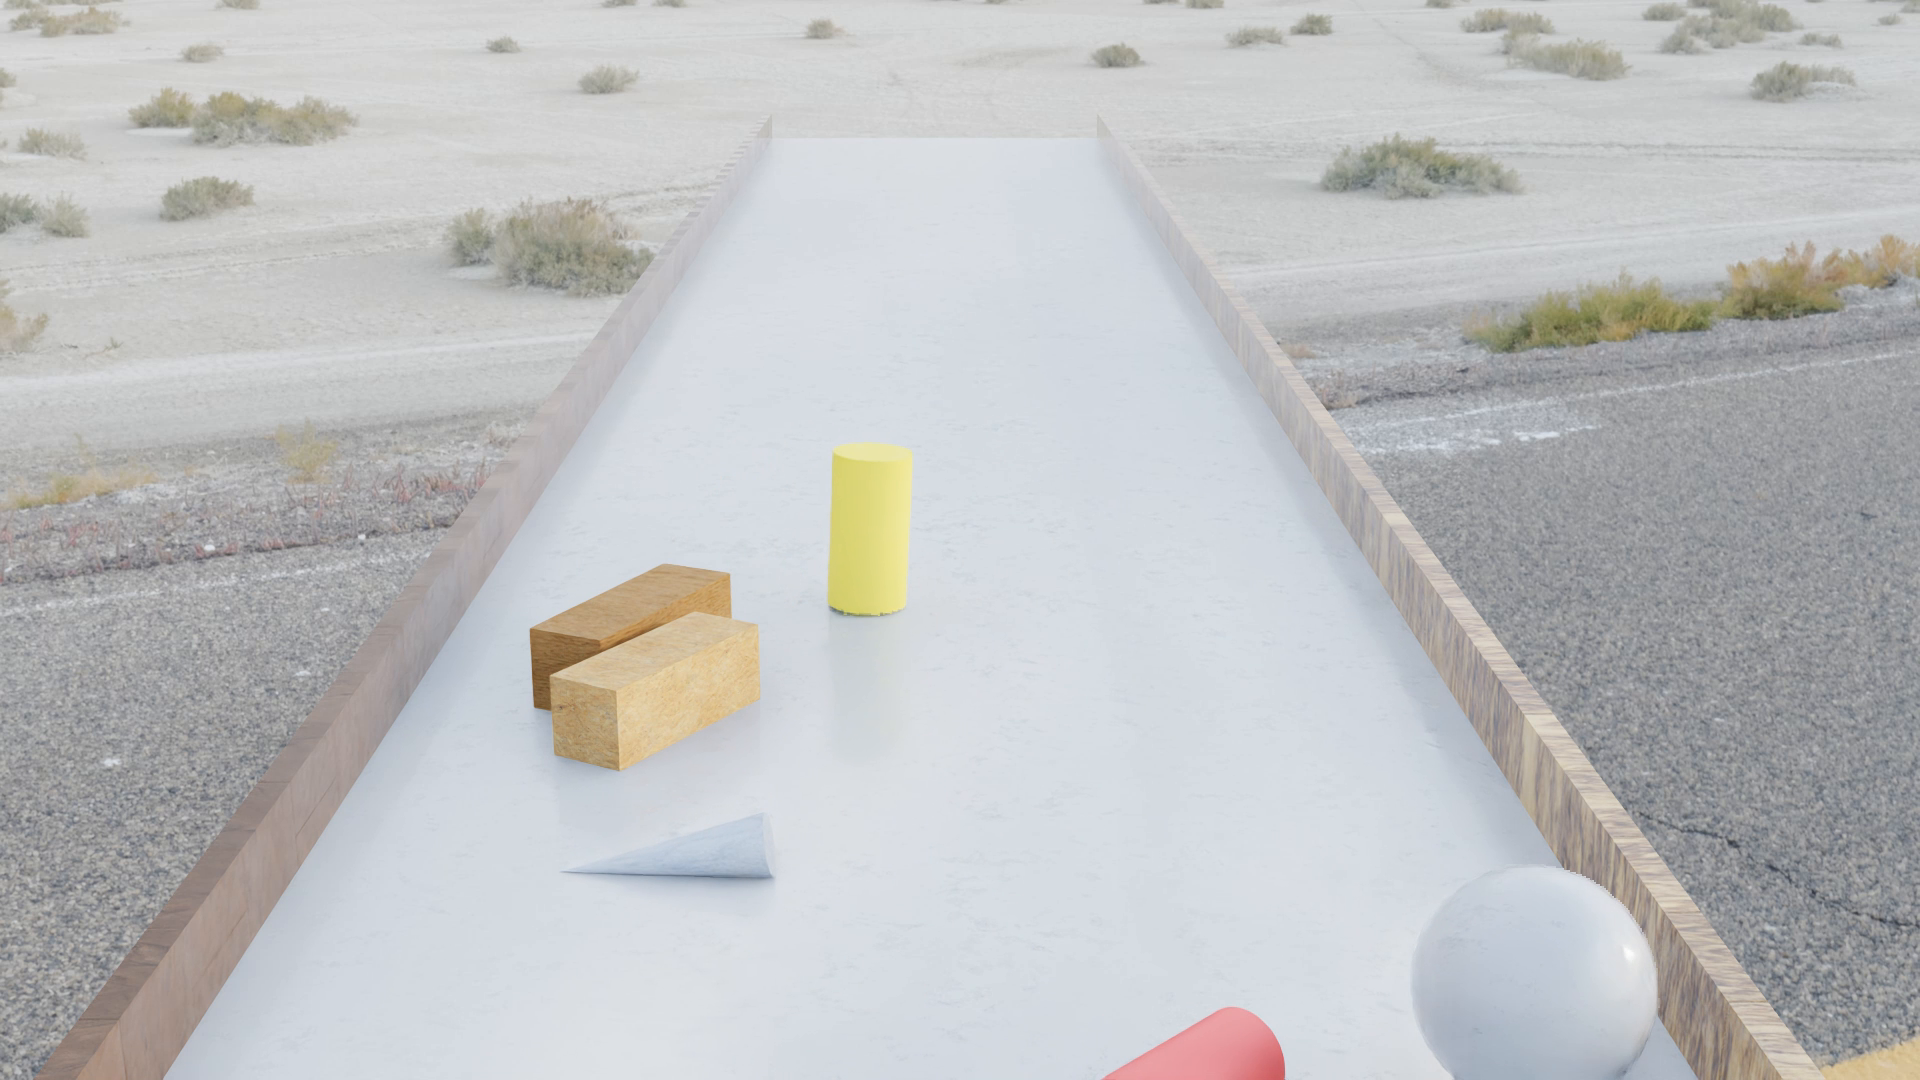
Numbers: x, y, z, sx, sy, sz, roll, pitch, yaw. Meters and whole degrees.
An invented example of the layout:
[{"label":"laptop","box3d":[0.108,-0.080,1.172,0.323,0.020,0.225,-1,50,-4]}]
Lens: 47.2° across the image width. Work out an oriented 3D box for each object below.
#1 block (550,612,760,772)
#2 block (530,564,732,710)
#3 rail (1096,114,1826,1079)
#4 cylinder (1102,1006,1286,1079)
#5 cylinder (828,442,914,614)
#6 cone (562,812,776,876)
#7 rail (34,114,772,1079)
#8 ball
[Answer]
[{"label":"block","box3d":[-0.554,0.272,4.048,0.151,0.151,0.419,10,19,30]},{"label":"block","box3d":[-0.635,0.192,4.303,0.159,0.159,0.459,8,18,25]},{"label":"rail","box3d":[0.932,-0.844,7.801,0.050,0.150,12.000,0,17,-1]},{"label":"cylinder","box3d":[0.257,0.686,2.694,0.127,0.127,0.304,15,22,41]},{"label":"cylinder","box3d":[-0.193,-0.026,4.711,0.171,0.335,0.171,3,16,-1]},{"label":"cone","box3d":[-0.466,0.500,3.456,0.339,0.103,0.103,-8,16,3]},{"label":"rail","box3d":[-1.118,-0.838,7.780,0.050,0.150,12.000,0,17,-1]},{"label":"ball","box3d":[0.725,0.566,2.787,0.305,0.305,0.305,0,17,0]}]
